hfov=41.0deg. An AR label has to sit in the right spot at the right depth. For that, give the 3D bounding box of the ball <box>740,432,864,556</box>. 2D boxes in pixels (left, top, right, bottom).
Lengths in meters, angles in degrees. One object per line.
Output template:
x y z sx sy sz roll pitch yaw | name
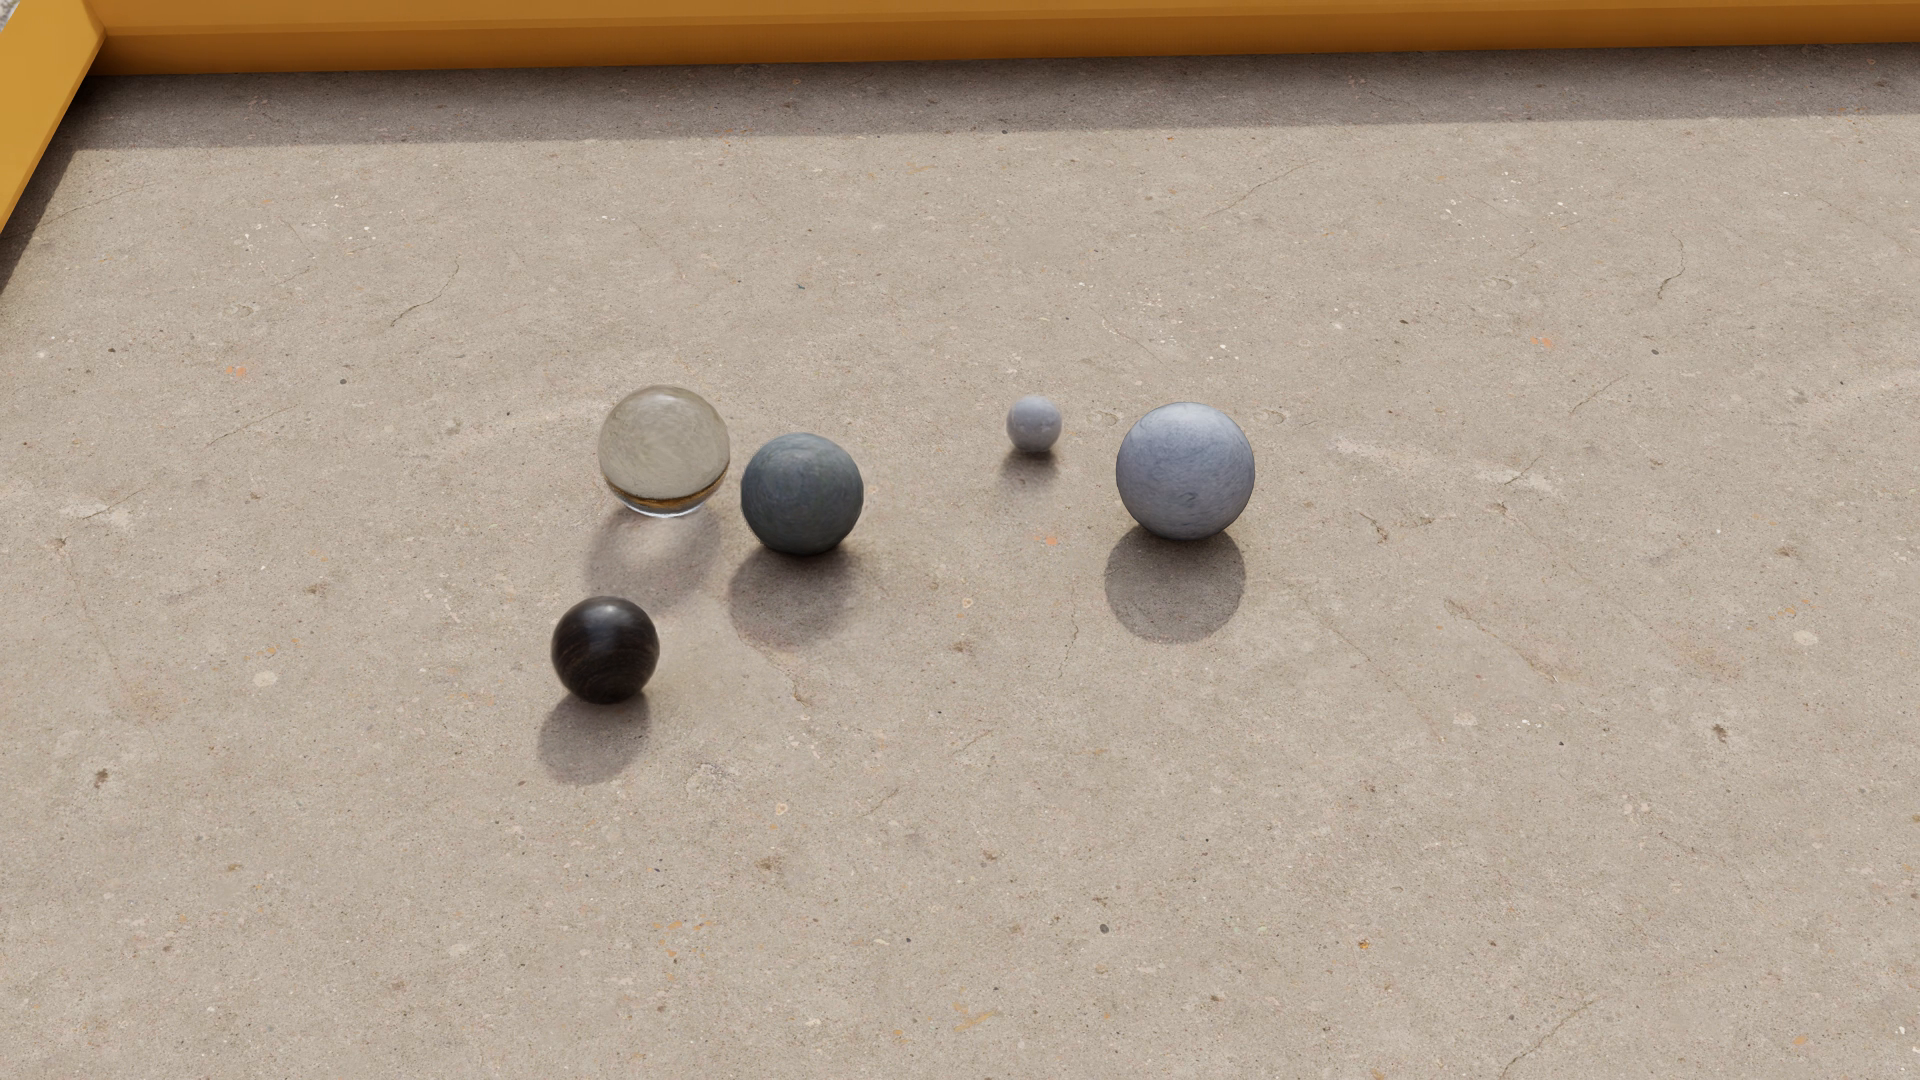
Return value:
-0.107 -0.031 1.741 0.084 0.084 0.084 0 36 0 | ball

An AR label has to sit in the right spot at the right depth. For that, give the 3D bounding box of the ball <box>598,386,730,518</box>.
-0.205 -0.061 1.776 0.092 0.092 0.092 0 36 0 | ball

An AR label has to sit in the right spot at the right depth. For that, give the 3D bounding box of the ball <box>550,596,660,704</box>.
-0.223 0.069 1.615 0.068 0.068 0.068 0 36 0 | ball

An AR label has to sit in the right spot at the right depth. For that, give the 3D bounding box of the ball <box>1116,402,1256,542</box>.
0.154 -0.047 1.752 0.095 0.095 0.095 0 36 0 | ball

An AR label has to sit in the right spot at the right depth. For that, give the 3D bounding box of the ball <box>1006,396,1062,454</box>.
0.053 -0.083 1.850 0.041 0.041 0.041 0 36 0 | ball

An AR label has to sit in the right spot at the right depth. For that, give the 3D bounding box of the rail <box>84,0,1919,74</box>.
0.743 -0.506 2.366 3.110 0.124 0.045 -1 36 -2 | rail

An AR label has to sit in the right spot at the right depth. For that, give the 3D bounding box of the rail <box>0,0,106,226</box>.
-0.753 -0.001 1.662 0.045 0.124 1.651 -1 36 -2 | rail
